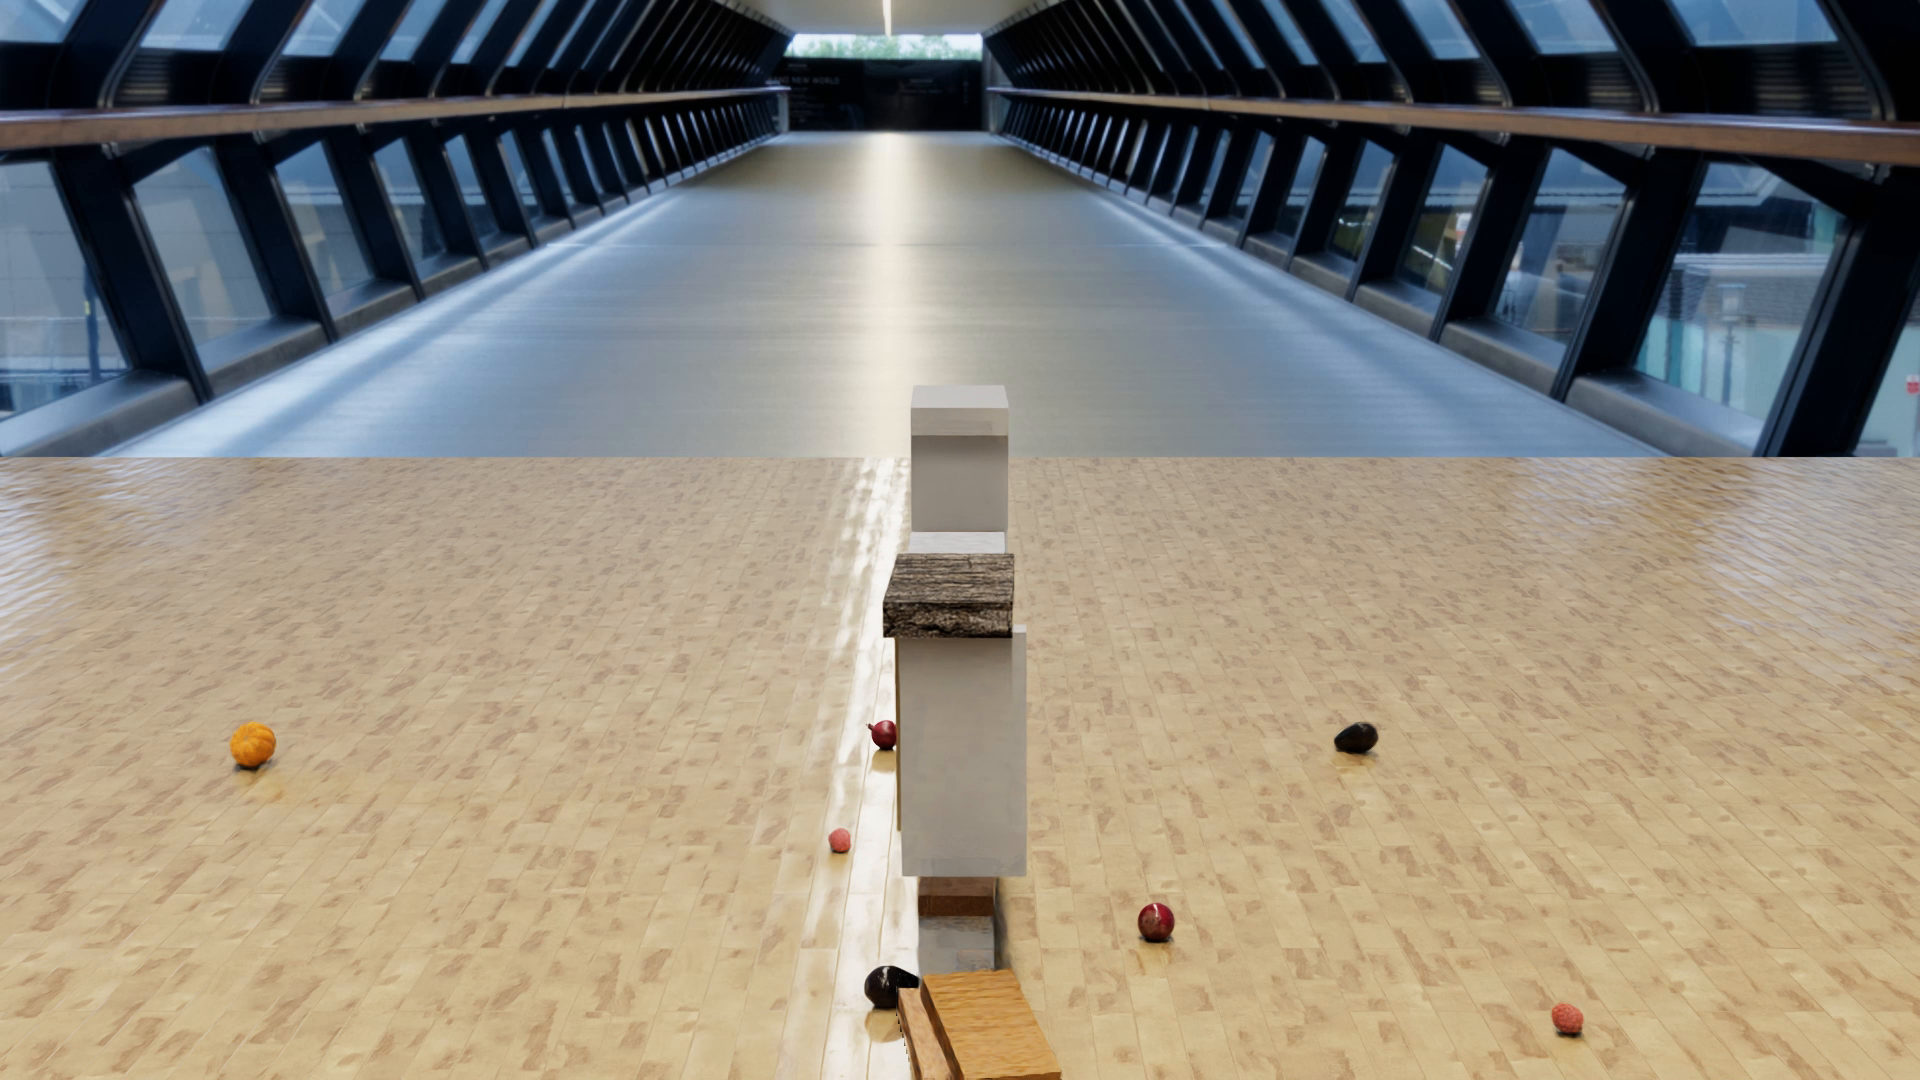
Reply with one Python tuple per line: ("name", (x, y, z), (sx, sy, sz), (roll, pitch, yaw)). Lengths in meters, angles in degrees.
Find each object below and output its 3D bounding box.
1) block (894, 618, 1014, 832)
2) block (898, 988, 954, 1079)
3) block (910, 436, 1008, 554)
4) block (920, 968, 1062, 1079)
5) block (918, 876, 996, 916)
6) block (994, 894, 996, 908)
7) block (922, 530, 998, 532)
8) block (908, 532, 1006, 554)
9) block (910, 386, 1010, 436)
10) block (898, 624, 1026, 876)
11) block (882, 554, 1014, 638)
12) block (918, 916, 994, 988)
("block", (-0.008, 0.254, 3.270), (0.174, 0.358, 0.049), (0, 11, 1))
("block", (-0.001, 0.636, 2.758), (0.118, 0.034, 0.237), (-2, 20, -10))
("block", (-0.001, -0.024, 3.929), (0.172, 0.344, 0.049), (0, 11, 0))
("block", (0.036, 0.612, 2.726), (0.118, 0.034, 0.237), (-2, 20, -14))
("block", (-0.002, 0.477, 3.074), (0.103, 0.029, 0.205), (0, 11, 2))
("block", (0.002, 0.488, 3.598), (0.113, 0.227, 0.032), (0, 11, 0))
("block", (0.001, 0.026, 3.741), (0.132, 0.037, 0.264), (0, 11, 0))
("block", (-0.005, 0.036, 3.450), (0.152, 0.043, 0.304), (0, 11, 1))
("block", (-0.001, -0.238, 4.007), (0.172, 0.049, 0.344), (0, 11, 0))
("block", (0.005, 0.292, 3.040), (0.174, 0.347, 0.049), (0, 11, 1))
("block", (-0.011, 0.076, 3.116), (0.174, 0.049, 0.347), (0, 11, 2))
("block", (-0.005, 0.604, 3.029), (0.103, 0.205, 0.029), (0, 11, 1))
